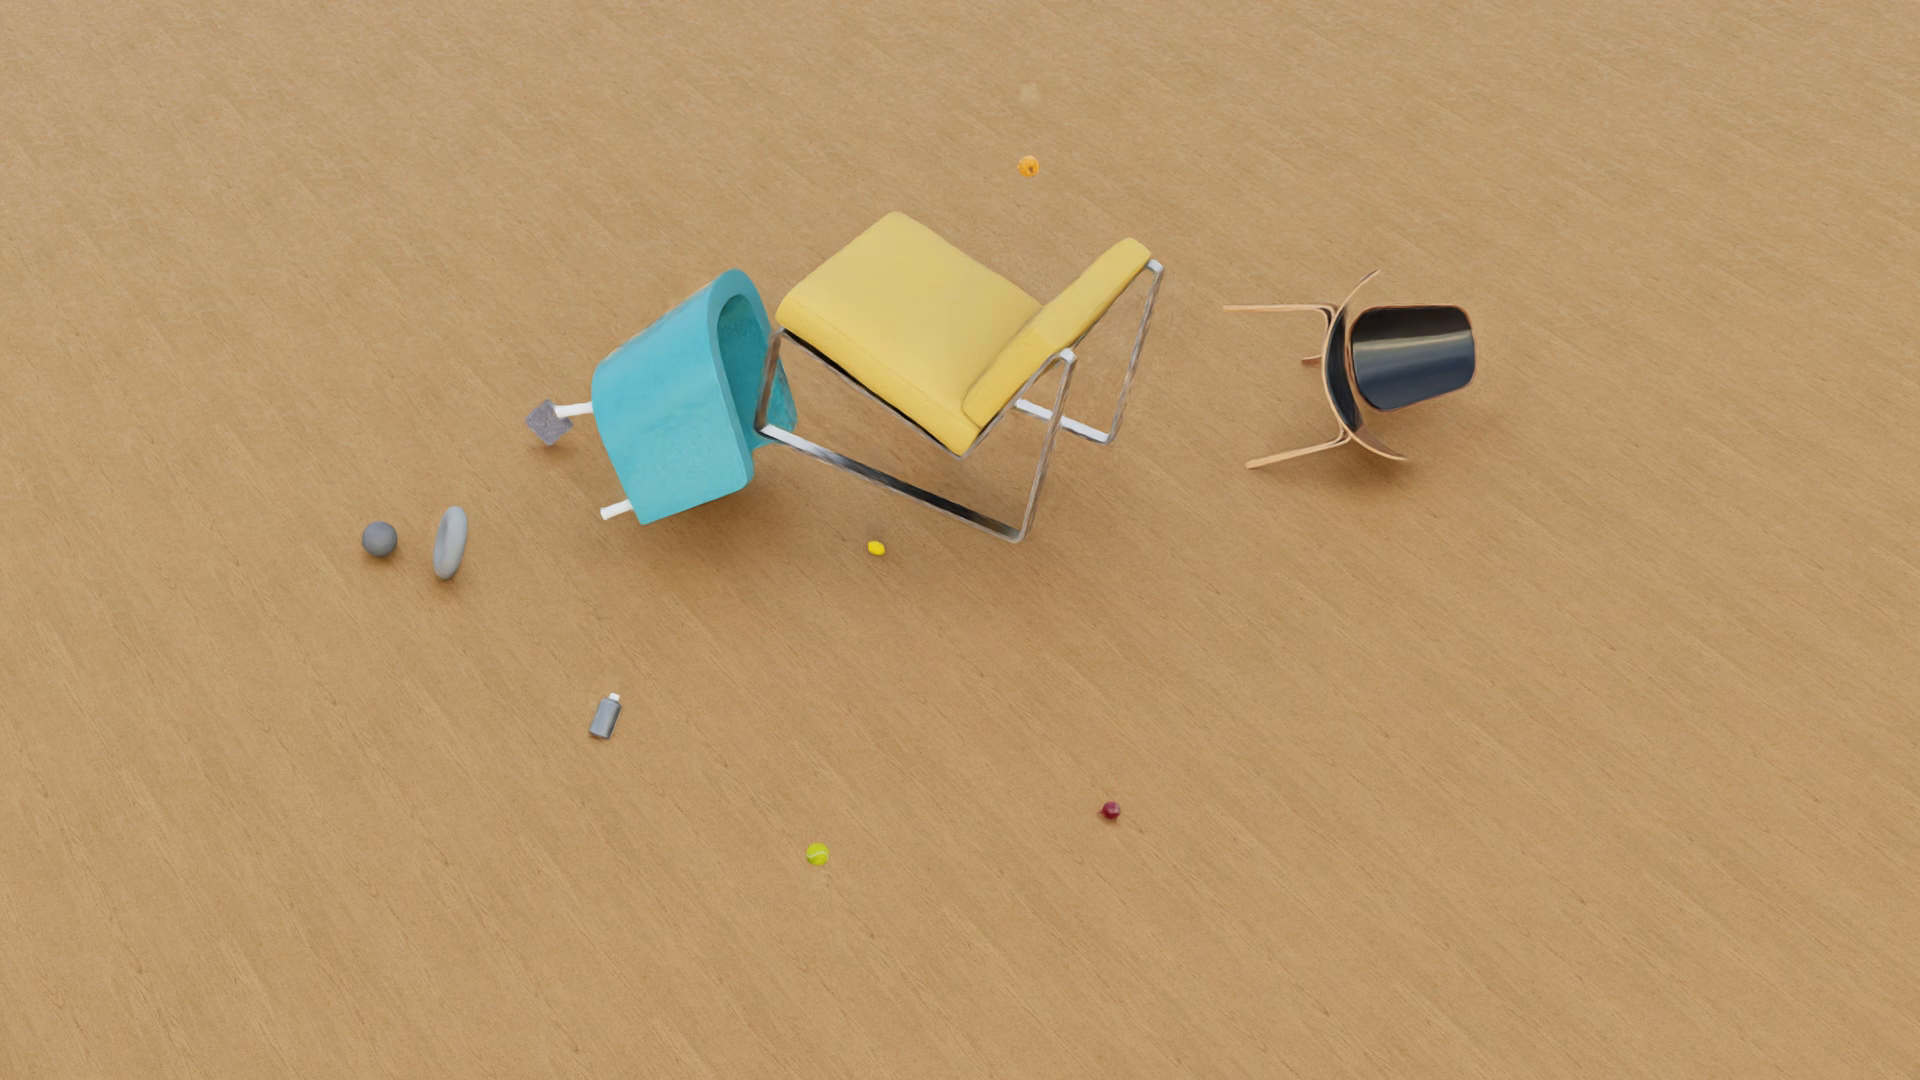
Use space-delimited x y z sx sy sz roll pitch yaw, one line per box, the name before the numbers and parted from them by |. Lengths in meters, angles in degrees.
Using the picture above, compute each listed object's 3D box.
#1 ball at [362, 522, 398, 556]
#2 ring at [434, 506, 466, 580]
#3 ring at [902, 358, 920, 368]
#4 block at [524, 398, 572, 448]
ball | -2.144 -0.004 10.831 0.131 0.131 0.131 0 33 0
ring | -1.863 0.010 10.714 0.072 0.271 0.217 12 -1 -25
ring | -0.202 -0.729 12.035 0.078 0.016 0.046 -22 41 -29
block | -1.608 -0.459 11.459 0.123 0.140 0.054 -39 17 12
